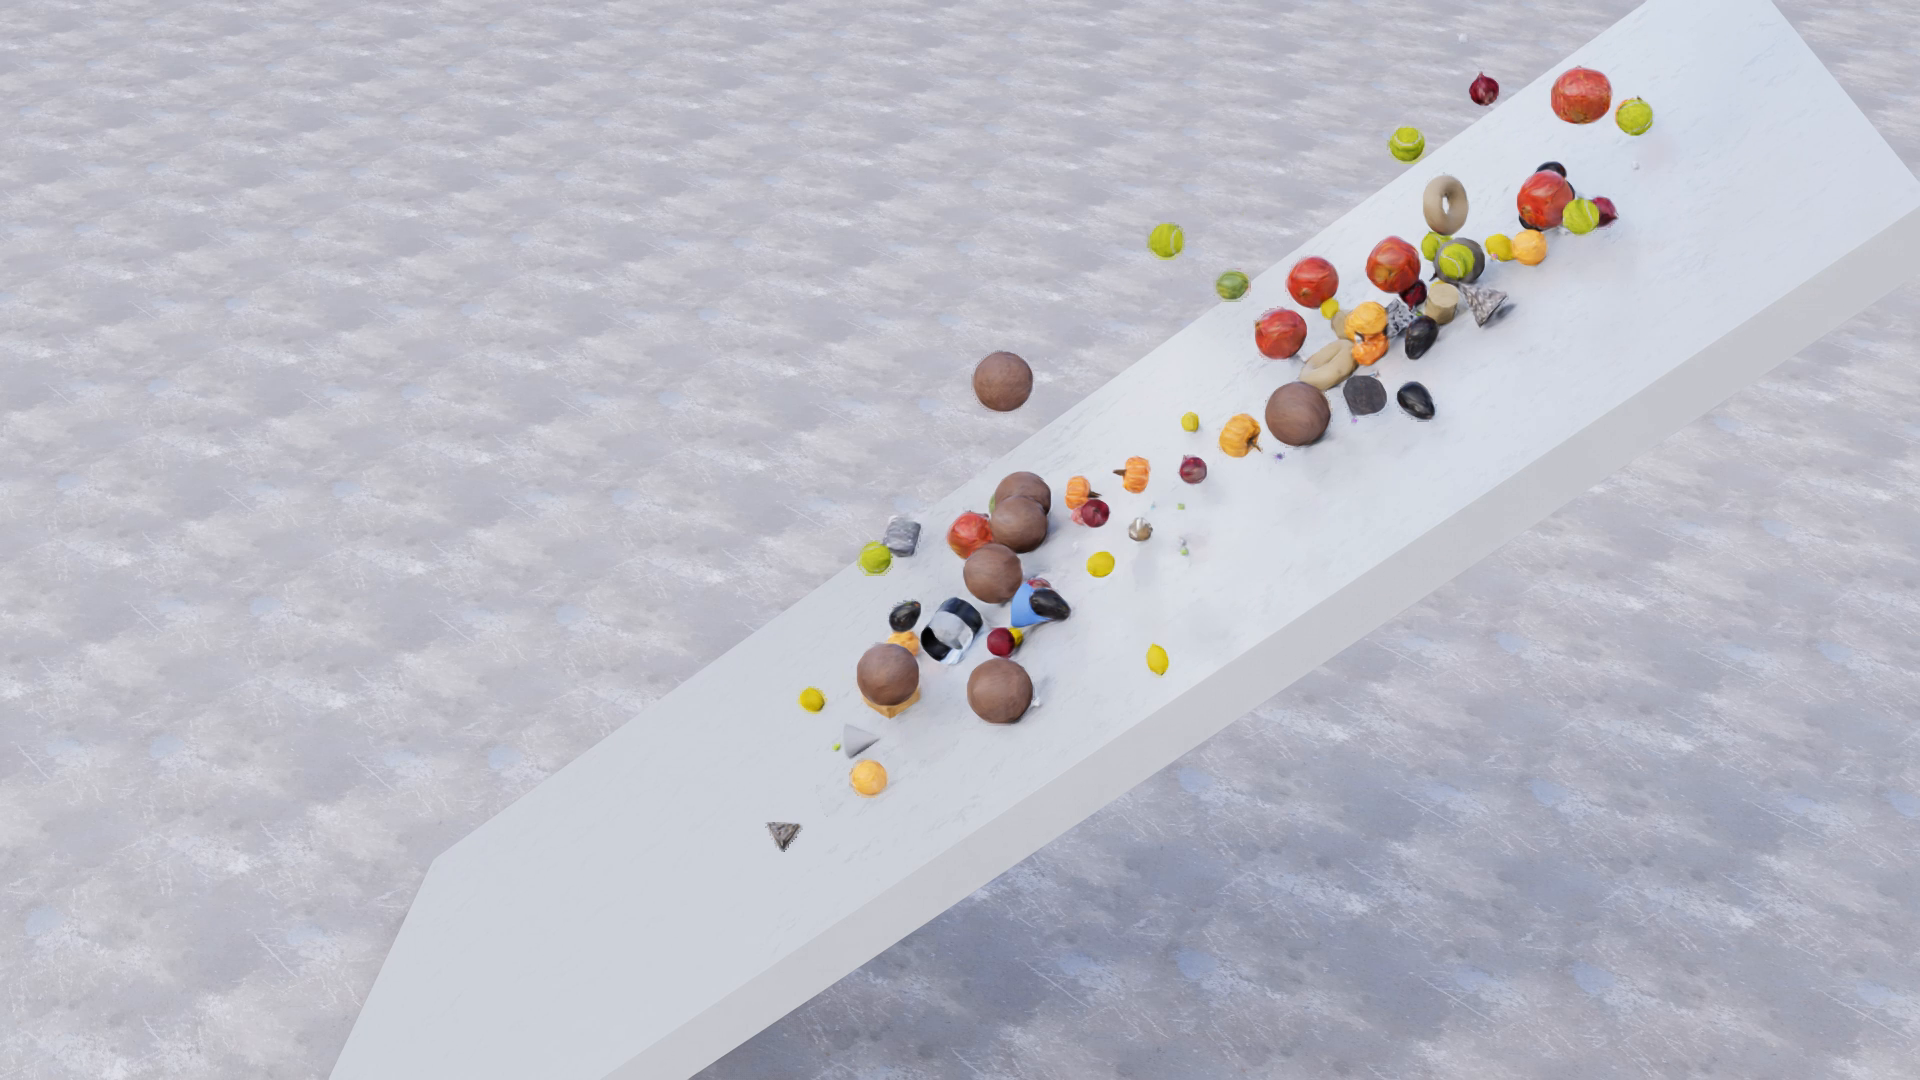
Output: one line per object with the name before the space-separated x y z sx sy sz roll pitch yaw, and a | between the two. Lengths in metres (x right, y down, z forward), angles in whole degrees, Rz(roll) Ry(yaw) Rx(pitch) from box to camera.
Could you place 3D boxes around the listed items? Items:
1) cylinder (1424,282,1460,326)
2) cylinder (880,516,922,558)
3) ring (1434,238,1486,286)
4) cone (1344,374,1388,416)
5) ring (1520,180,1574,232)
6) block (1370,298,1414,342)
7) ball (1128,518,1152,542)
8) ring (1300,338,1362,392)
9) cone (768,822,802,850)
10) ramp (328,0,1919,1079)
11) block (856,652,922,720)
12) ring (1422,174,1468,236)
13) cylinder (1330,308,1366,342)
cylinder | 0.959 -0.470 5.858 0.060 0.060 0.060 1 58 -1
cylinder | -0.141 -0.006 7.064 0.079 0.079 0.079 15 -12 3
ring | 1.009 -0.561 5.944 0.104 0.104 0.035 0 29 -1
cone | 0.774 -0.261 5.710 0.087 0.087 0.087 5 62 -9
ring | 1.187 -0.678 5.953 0.125 0.042 0.125 -36 29 24
block | 0.882 -0.449 6.003 0.055 0.055 0.055 -43 -1 -22
ball | 0.370 -0.021 6.045 0.050 0.050 0.050 0 23 0
ring | 0.766 -0.361 6.068 0.148 0.049 0.148 -35 17 12
cone | -0.350 0.594 6.014 0.064 0.064 0.064 -28 30 -11
ramp | 0.125 0.182 6.330 4.000 0.100 2.000 -35 16 17
block | -0.150 0.305 6.175 0.087 0.087 0.087 -33 40 -26
ring | 1.003 -0.692 6.079 0.126 0.126 0.042 -21 14 -40
cylinder | 0.809 -0.446 6.130 0.063 0.063 0.063 -1 14 -2
